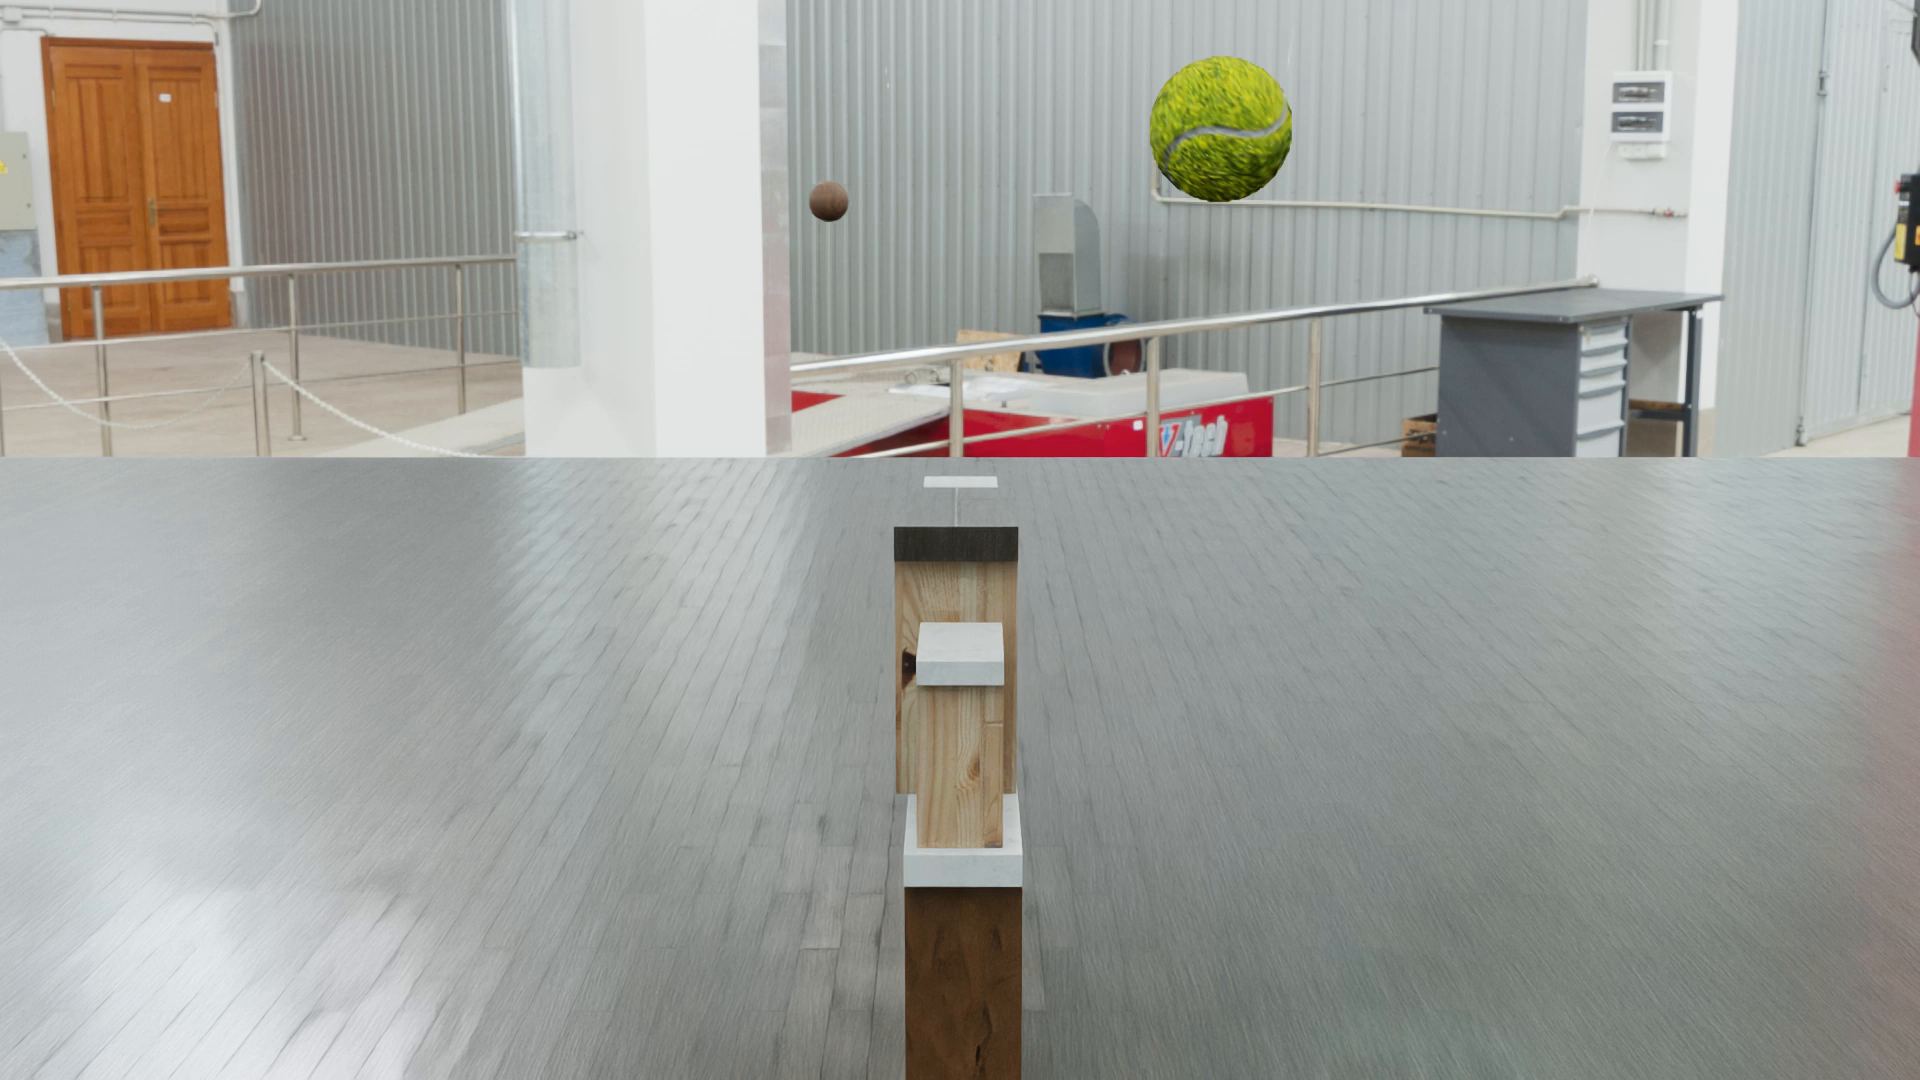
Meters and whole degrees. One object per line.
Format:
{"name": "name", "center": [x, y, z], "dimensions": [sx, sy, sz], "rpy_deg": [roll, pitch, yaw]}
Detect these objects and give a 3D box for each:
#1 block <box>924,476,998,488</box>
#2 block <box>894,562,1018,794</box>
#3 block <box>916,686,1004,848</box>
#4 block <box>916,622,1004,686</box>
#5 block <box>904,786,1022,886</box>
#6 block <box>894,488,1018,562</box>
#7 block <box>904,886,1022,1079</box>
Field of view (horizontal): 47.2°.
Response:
{"name": "block", "center": [0.001, -0.070, 3.690], "dimensions": [0.125, 0.035, 0.249], "rpy_deg": [0, 11, 0]}
{"name": "block", "center": [-0.005, 0.183, 3.046], "dimensions": [0.167, 0.335, 0.047], "rpy_deg": [0, 10, 1]}
{"name": "block", "center": [0.000, 0.284, 2.816], "dimensions": [0.110, 0.221, 0.031], "rpy_deg": [0, 11, 0]}
{"name": "block", "center": [0.001, 0.147, 2.865], "dimensions": [0.110, 0.031, 0.221], "rpy_deg": [0, 11, 0]}
{"name": "block", "center": [0.004, 0.393, 2.949], "dimensions": [0.152, 0.043, 0.303], "rpy_deg": [0, 11, 0]}
{"name": "block", "center": [-0.005, -0.025, 3.120], "dimensions": [0.167, 0.047, 0.335], "rpy_deg": [0, 11, 0]}
{"name": "block", "center": [0.004, 0.582, 2.881], "dimensions": [0.152, 0.303, 0.043], "rpy_deg": [0, 11, 0]}
